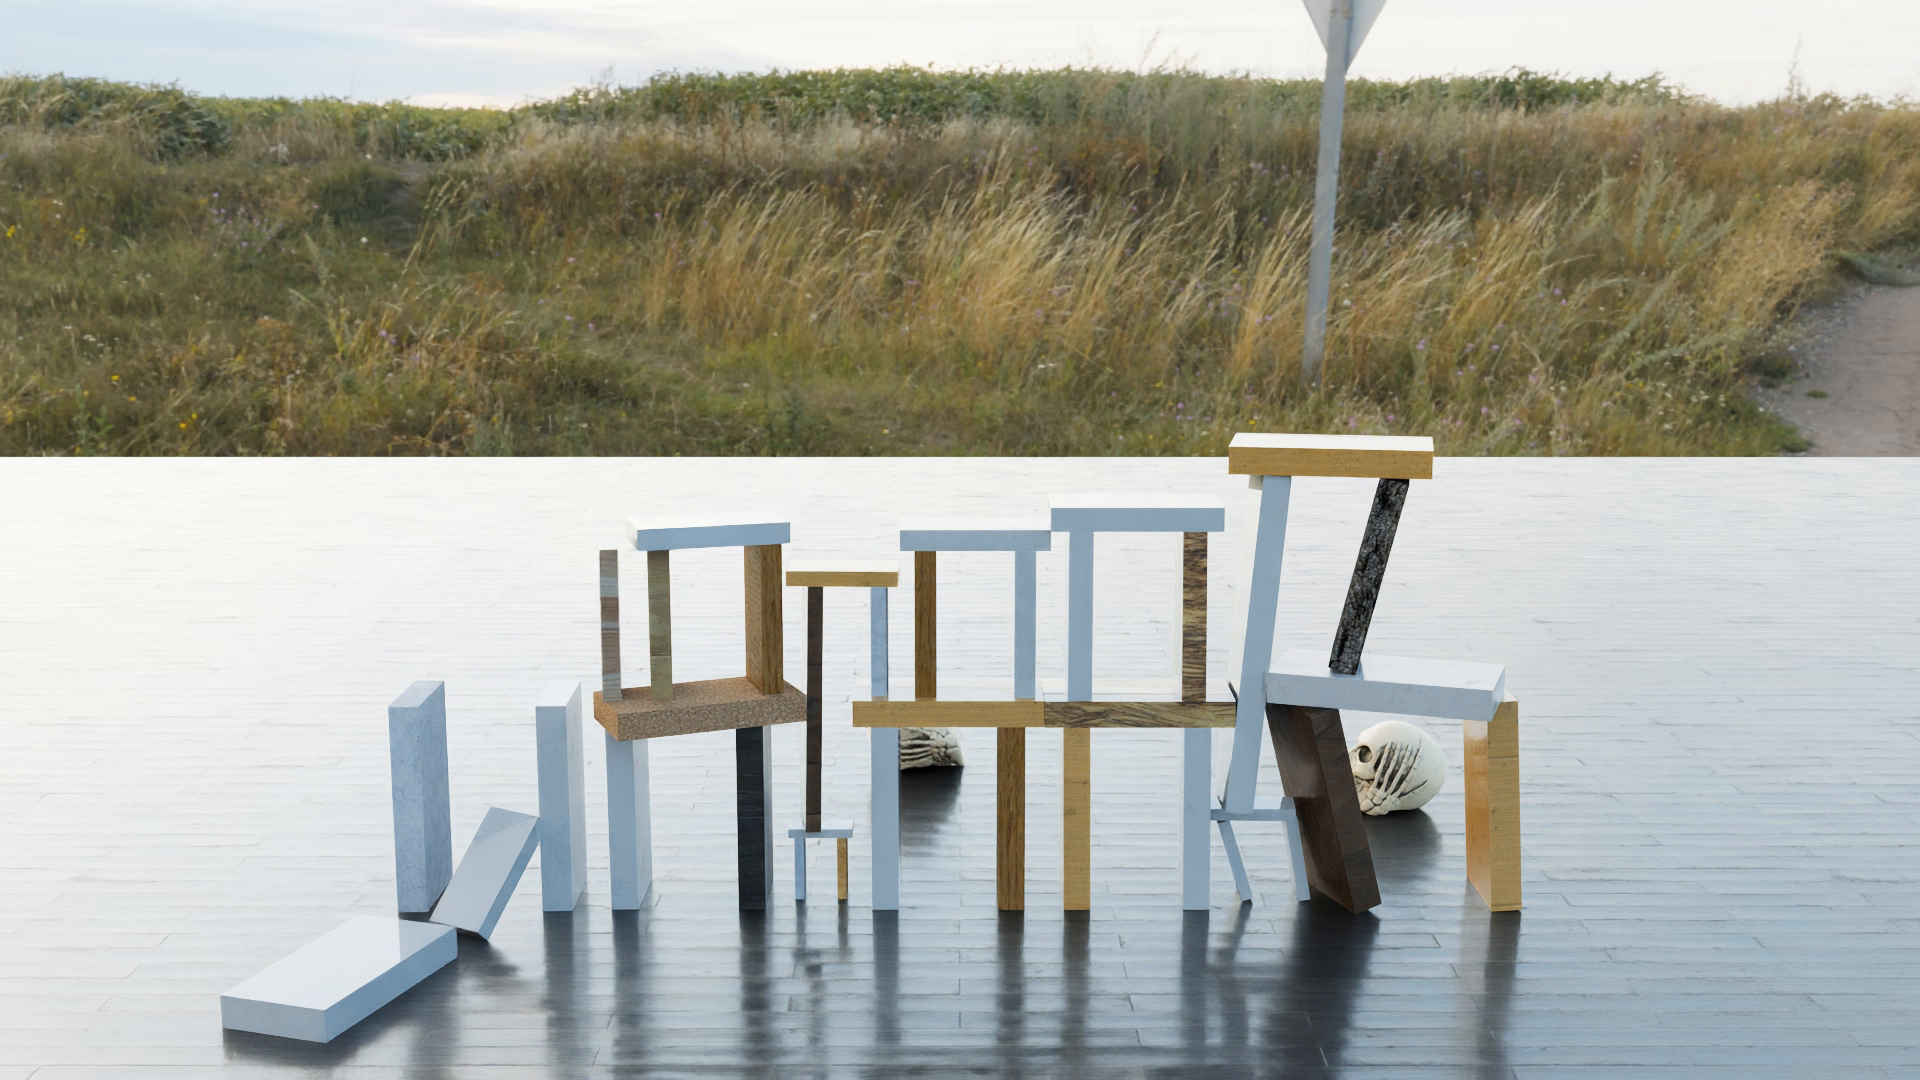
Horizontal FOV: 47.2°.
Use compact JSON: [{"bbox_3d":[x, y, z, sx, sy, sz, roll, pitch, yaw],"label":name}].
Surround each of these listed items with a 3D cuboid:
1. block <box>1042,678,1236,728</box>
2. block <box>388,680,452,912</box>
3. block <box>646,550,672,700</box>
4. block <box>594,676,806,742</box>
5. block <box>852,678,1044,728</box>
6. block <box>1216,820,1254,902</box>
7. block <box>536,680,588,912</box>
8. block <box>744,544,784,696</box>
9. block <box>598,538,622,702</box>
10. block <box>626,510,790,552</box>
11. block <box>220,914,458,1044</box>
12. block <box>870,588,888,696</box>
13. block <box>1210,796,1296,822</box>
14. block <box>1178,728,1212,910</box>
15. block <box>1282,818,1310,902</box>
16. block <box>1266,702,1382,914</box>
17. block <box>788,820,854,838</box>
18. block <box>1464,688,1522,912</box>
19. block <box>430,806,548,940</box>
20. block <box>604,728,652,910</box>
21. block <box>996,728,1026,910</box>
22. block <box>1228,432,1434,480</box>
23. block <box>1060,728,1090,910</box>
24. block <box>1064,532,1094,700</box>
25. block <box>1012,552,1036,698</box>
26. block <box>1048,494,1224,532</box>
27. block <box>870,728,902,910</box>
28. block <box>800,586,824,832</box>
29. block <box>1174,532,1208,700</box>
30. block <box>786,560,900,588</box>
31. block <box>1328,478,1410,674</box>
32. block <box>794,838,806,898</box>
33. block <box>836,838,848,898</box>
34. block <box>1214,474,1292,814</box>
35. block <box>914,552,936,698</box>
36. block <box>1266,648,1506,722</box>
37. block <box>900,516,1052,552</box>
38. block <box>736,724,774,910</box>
[{"bbox_3d":[0.289,0.267,3.608,0.307,0.043,0.153,0,11,0],"label":"block"},{"bbox_3d":[-0.891,0.421,3.637,0.049,0.345,0.172,0,11,1],"label":"block"},{"bbox_3d":[-0.487,0.123,3.563,0.035,0.246,0.123,-2,11,-8],"label":"block"},{"bbox_3d":[-0.422,0.270,3.567,0.311,0.044,0.156,-4,11,-23],"label":"block"},{"bbox_3d":[-0.019,0.266,3.609,0.308,0.044,0.154,0,11,0],"label":"block"},{"bbox_3d":[0.454,0.522,3.654,0.020,0.140,0.070,-17,10,3],"label":"block"},{"bbox_3d":[-0.659,0.420,3.641,0.049,0.345,0.172,0,11,-2],"label":"block"},{"bbox_3d":[-0.321,0.118,3.591,0.035,0.246,0.123,-3,11,-18],"label":"block"},{"bbox_3d":[-0.562,0.127,3.538,0.030,0.247,0.104,-1,11,-8],"label":"block"},{"bbox_3d":[-0.407,-0.016,3.545,0.246,0.035,0.123,-3,11,-17],"label":"block"},{"bbox_3d":[-0.910,0.643,3.250,0.172,0.049,0.345,4,11,18],"label":"block"},{"bbox_3d":[-0.131,0.156,3.589,0.025,0.180,0.090,0,11,0],"label":"block"},{"bbox_3d":[0.481,0.444,3.633,0.140,0.020,0.070,0,11,5],"label":"block"},{"bbox_3d":[0.388,0.439,3.640,0.043,0.307,0.153,0,11,3],"label":"block"},{"bbox_3d":[0.556,0.521,3.653,0.020,0.140,0.070,-10,10,1],"label":"block"},{"bbox_3d":[0.593,0.421,3.613,0.050,0.352,0.176,-19,16,-15],"label":"block"},{"bbox_3d":[-0.231,0.479,3.649,0.105,0.015,0.053,0,11,0],"label":"block"},{"bbox_3d":[0.879,0.415,3.638,0.050,0.352,0.176,-4,11,1],"label":"block"},{"bbox_3d":[-0.753,0.532,3.519,0.104,0.209,0.030,6,-32,31],"label":"block"},{"bbox_3d":[-0.548,0.436,3.642,0.044,0.311,0.156,0,11,1],"label":"block"},{"bbox_3d":[0.084,0.439,3.641,0.044,0.308,0.154,0,11,0],"label":"block"},{"bbox_3d":[0.593,-0.135,3.512,0.315,0.045,0.158,2,11,11],"label":"block"},{"bbox_3d":[0.190,0.439,3.640,0.043,0.307,0.153,-1,11,0],"label":"block"},{"bbox_3d":[0.192,0.111,3.575,0.039,0.275,0.138,0,11,0],"label":"block"},{"bbox_3d":[0.105,0.125,3.587,0.034,0.241,0.121,0,11,0],"label":"block"},{"bbox_3d":[0.281,-0.045,3.547,0.275,0.039,0.138,0,11,0],"label":"block"},{"bbox_3d":[-0.122,0.439,3.641,0.044,0.308,0.154,0,11,0],"label":"block"},{"bbox_3d":[-0.244,0.269,3.613,0.026,0.411,0.090,-1,10,-10],"label":"block"},{"bbox_3d":[0.374,0.110,3.576,0.039,0.275,0.138,-1,11,0],"label":"block"},{"bbox_3d":[-0.189,0.054,3.571,0.180,0.025,0.090,0,11,1],"label":"block"},{"bbox_3d":[0.658,0.045,3.531,0.045,0.315,0.158,15,13,9],"label":"block"},{"bbox_3d":[-0.266,0.538,3.660,0.015,0.105,0.053,0,11,0],"label":"block"},{"bbox_3d":[-0.195,0.538,3.660,0.015,0.105,0.053,0,11,0],"label":"block"},{"bbox_3d":[0.477,0.157,3.592,0.045,0.556,0.158,5,11,-1],"label":"block"},{"bbox_3d":[-0.056,0.125,3.587,0.034,0.241,0.121,0,11,0],"label":"block"},{"bbox_3d":[0.686,0.231,3.534,0.352,0.050,0.176,4,11,19],"label":"block"},{"bbox_3d":[0.025,-0.010,3.562,0.241,0.034,0.121,0,11,0],"label":"block"},{"bbox_3d":[-0.339,0.437,3.642,0.044,0.311,0.156,0,11,0],"label":"block"}]
